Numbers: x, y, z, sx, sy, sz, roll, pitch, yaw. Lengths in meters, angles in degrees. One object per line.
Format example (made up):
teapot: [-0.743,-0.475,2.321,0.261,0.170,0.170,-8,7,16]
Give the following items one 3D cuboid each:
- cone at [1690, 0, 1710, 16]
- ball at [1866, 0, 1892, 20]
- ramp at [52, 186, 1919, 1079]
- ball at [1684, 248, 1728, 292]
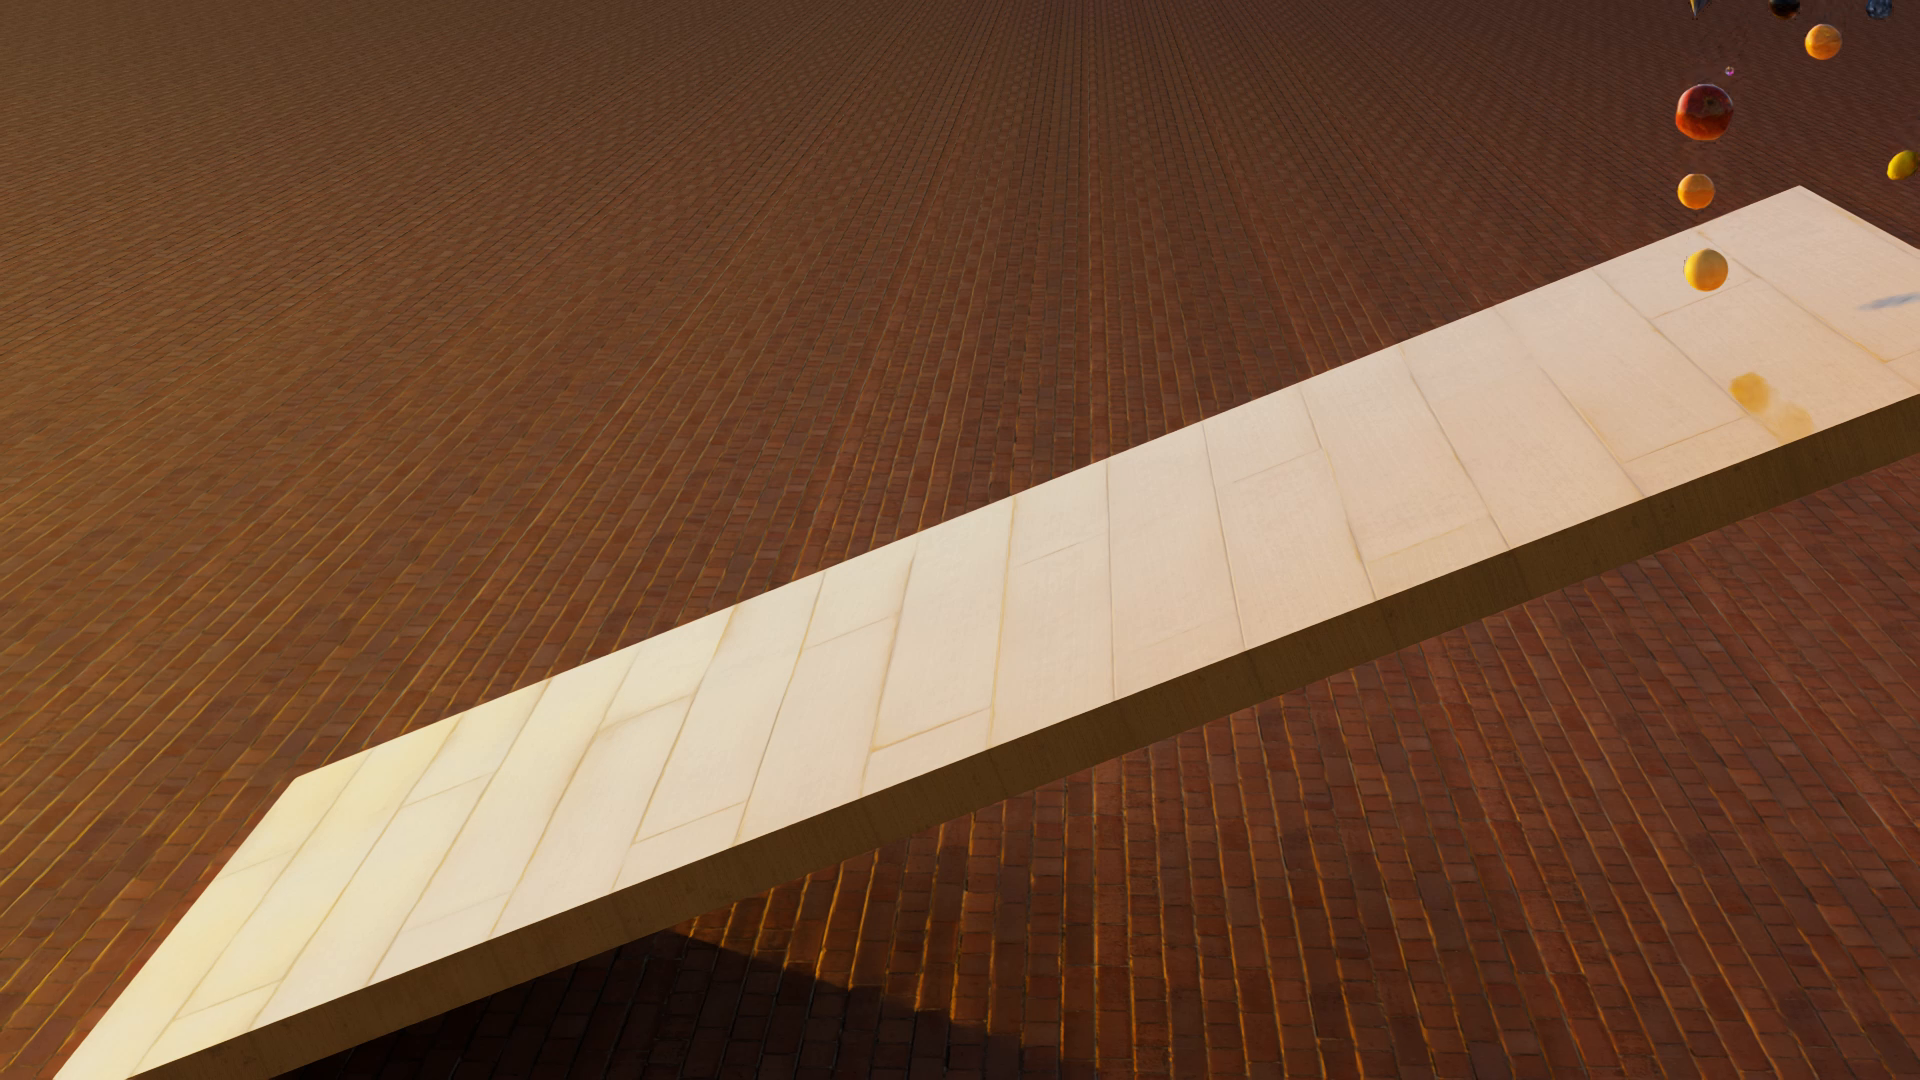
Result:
cone: [1.514,-1.107,6.021,0.083,0.083,0.083,17,-12,4]
ball: [1.814,-1.050,5.802,0.050,0.050,0.050,0,14,0]
ramp: [0.126,0.172,6.288,4.000,0.100,2.000,-21,12,8]
ball: [1.509,-0.545,5.944,0.086,0.086,0.086,0,14,0]
